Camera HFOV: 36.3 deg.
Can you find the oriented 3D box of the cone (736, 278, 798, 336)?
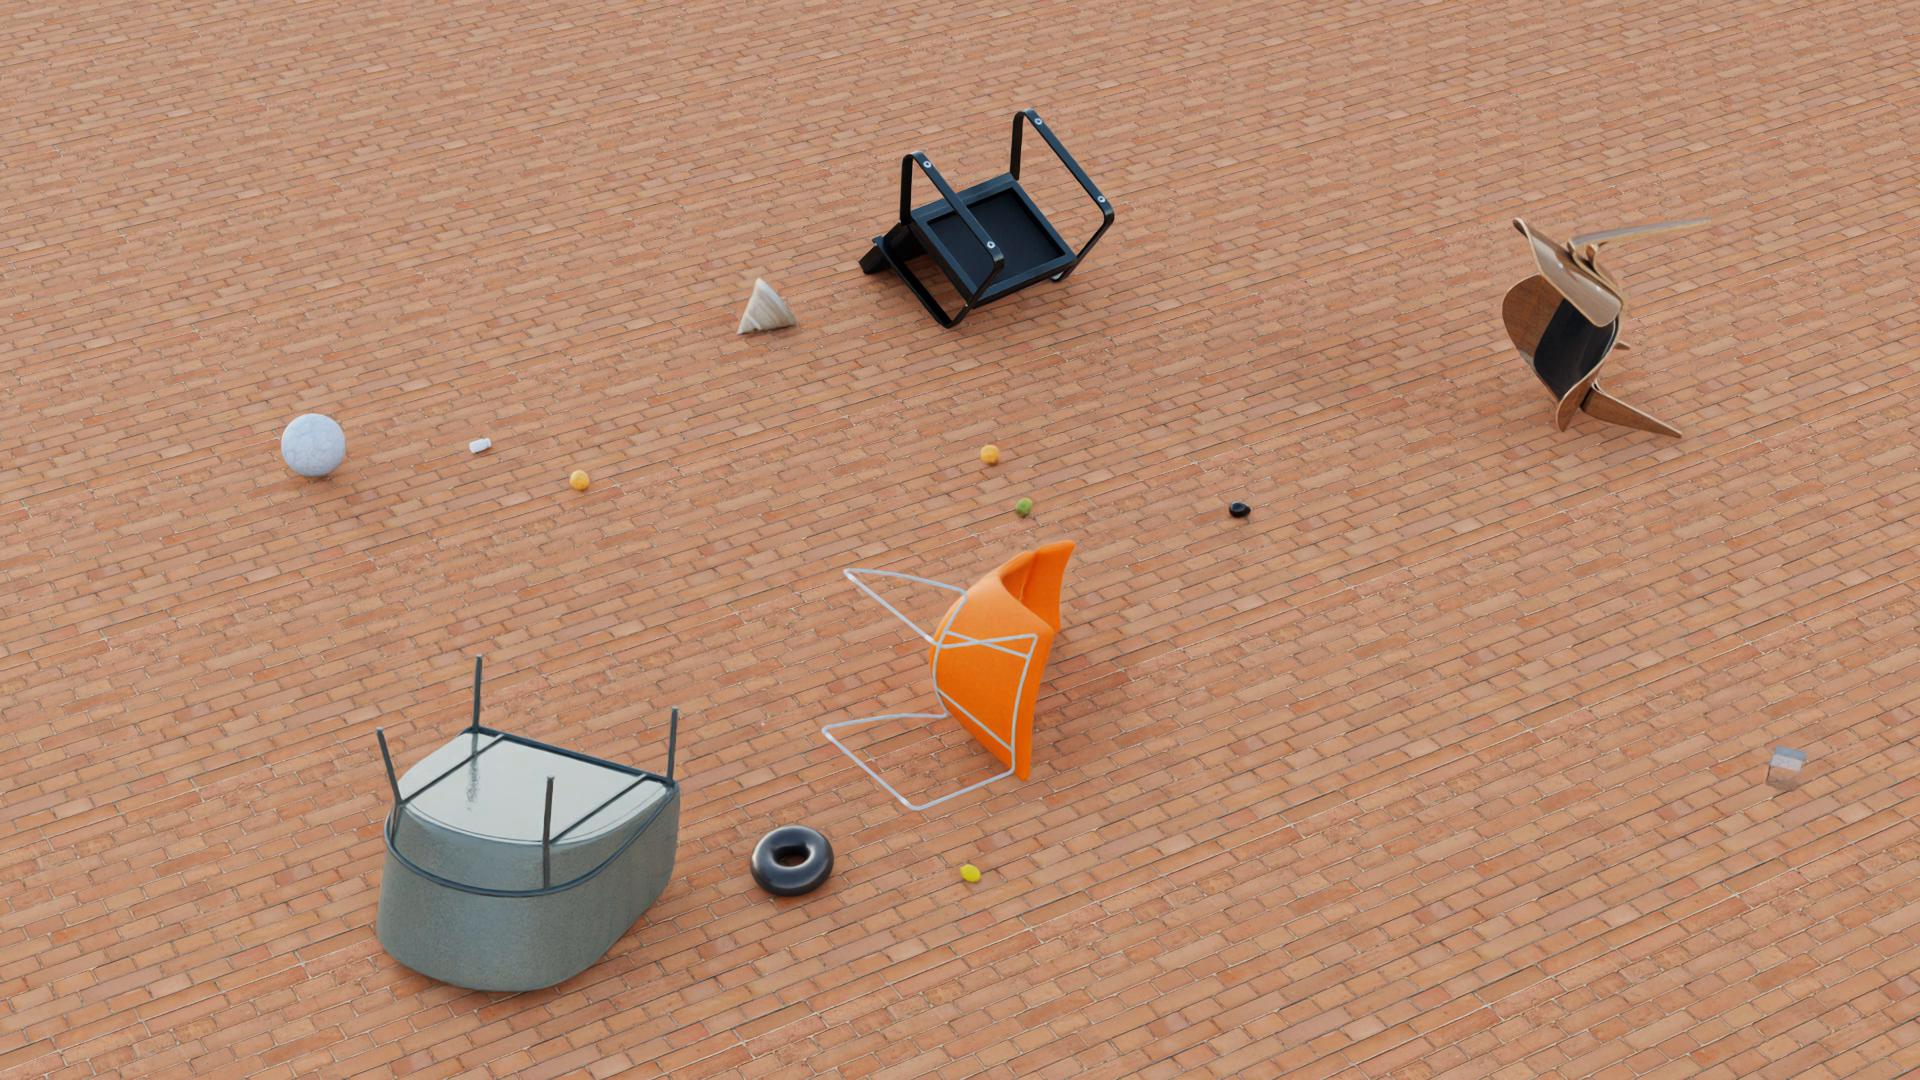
[{"bbox_3d":[-0.850,-0.929,12.259,0.229,0.254,0.208,-41,3,-9],"label":"cone"}]

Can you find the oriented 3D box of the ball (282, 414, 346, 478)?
[{"bbox_3d":[-2.485,-0.364,11.275,0.245,0.245,0.245,0,33,0],"label":"ball"}]

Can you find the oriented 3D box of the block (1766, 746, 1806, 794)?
[{"bbox_3d":[2.735,0.759,9.712,0.097,0.089,0.114,14,36,20],"label":"block"}]

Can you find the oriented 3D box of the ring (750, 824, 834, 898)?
[{"bbox_3d":[-0.534,1.019,9.316,0.268,0.091,0.306,2,34,5],"label":"ring"}]
